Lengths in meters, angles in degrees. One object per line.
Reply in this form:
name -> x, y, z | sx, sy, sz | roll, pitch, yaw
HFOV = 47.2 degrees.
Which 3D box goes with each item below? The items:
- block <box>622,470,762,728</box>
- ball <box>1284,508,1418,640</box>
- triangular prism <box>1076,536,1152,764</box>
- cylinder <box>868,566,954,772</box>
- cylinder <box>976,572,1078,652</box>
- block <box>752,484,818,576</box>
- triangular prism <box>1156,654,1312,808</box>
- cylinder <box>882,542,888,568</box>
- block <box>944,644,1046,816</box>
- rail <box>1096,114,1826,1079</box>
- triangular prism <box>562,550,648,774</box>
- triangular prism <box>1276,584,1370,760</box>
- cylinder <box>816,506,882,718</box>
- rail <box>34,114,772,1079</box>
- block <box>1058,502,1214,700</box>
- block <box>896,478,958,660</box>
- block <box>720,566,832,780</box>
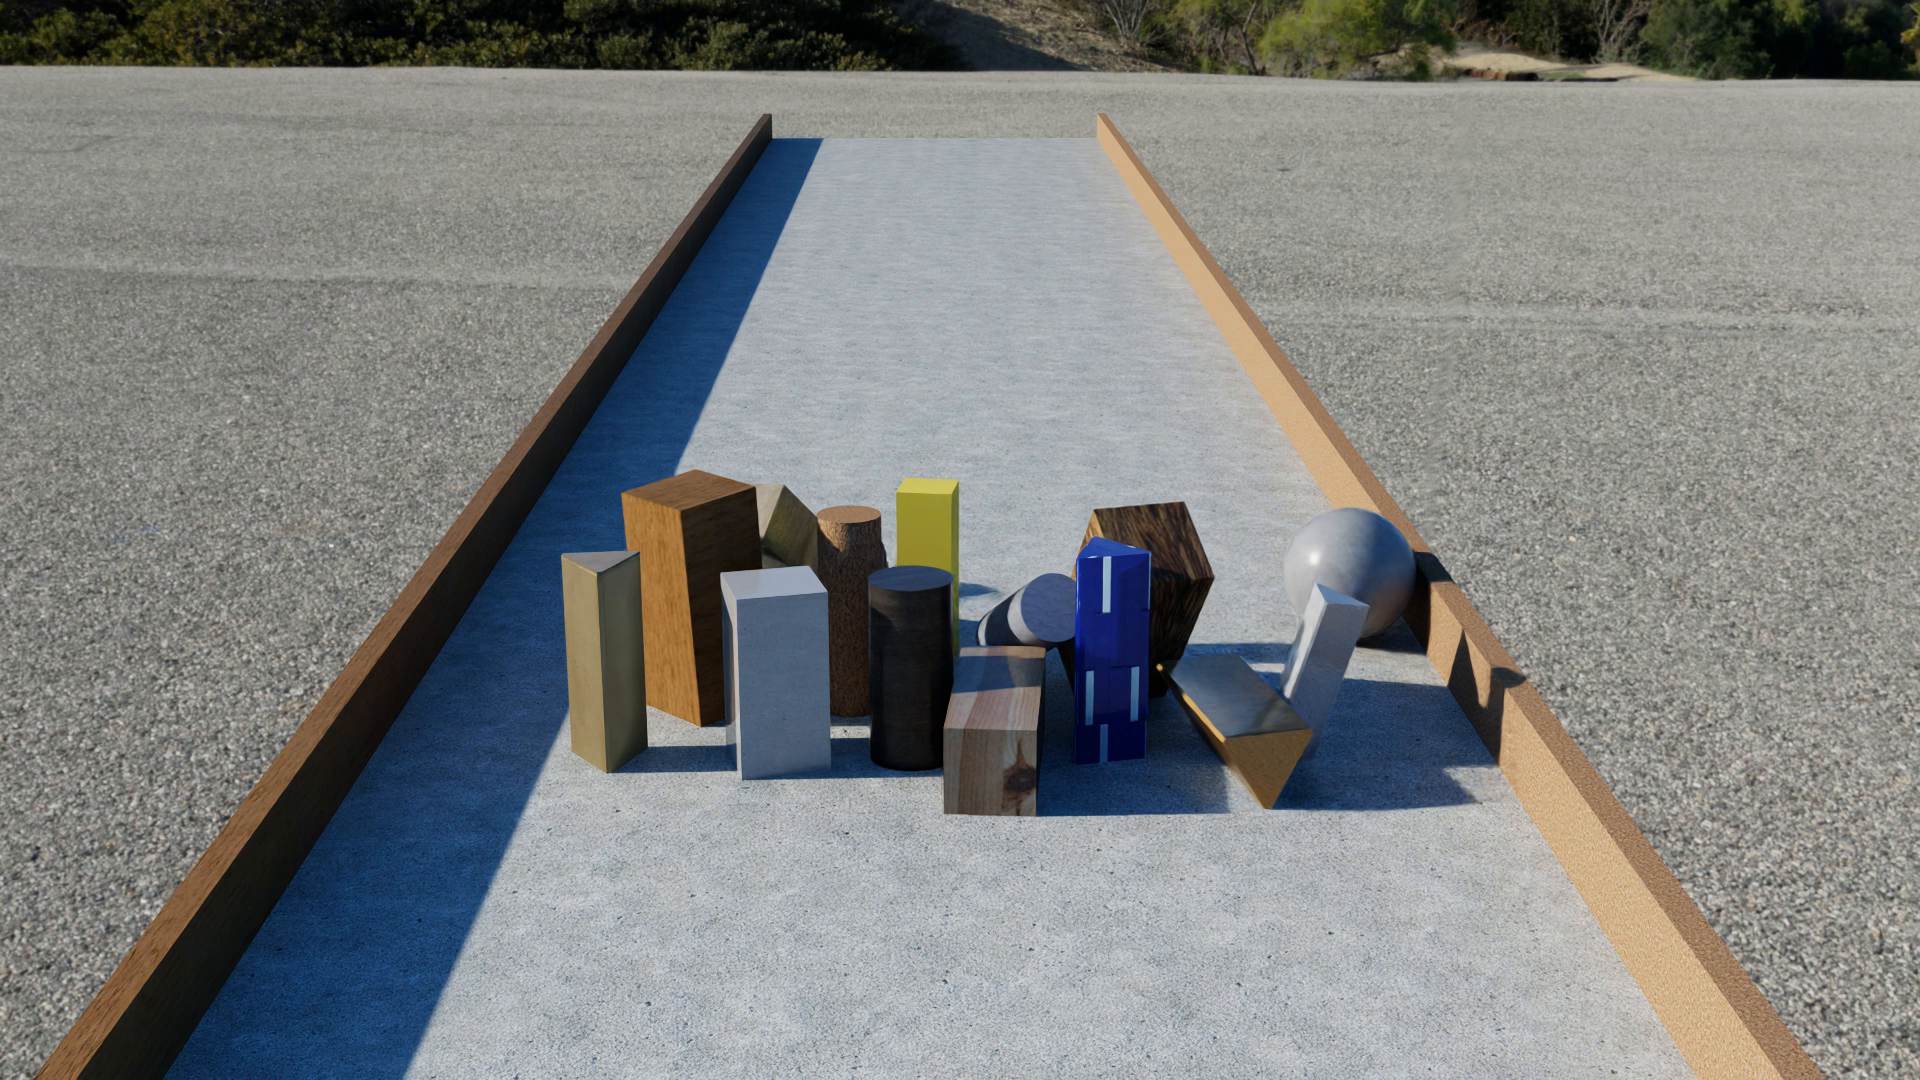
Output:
block -> -0.488, 0.106, 4.110 | 0.176, 0.422, 0.176 | -21, 26, -41
ball -> 0.801, 0.070, 4.517 | 0.270, 0.270, 0.270 | 0, 17, 0
triangular prism -> 0.254, 0.193, 3.906 | 0.134, 0.382, 0.116 | -4, 17, -13
cylinder -> -0.086, 0.226, 3.884 | 0.150, 0.332, 0.150 | 0, 16, 0
cylinder -> 0.133, 0.158, 4.175 | 0.127, 0.127, 0.411 | -3, -9, -12
block -> -0.333, 0.036, 4.470 | 0.129, 0.129, 0.371 | 3, -28, 33
triangular prism -> 0.494, 0.302, 3.857 | 0.135, 0.156, 0.388 | -34, 20, -1
cylinder -> -0.378, 0.071, 4.782 | 0.426, 0.117, 0.117 | -4, 17, -15
block -> 0.065, 0.327, 3.855 | 0.154, 0.154, 0.418 | 1, 17, 4
rail -> 0.932, -0.844, 7.801 | 0.050, 0.150, 12.000 | 0, 17, -1
triangular prism -> -0.610, 0.207, 3.883 | 0.116, 0.370, 0.134 | -13, 21, -36
triangular prism -> 0.606, 0.231, 3.877 | 0.103, 0.301, 0.089 | 6, 20, -34
cylinder -> -0.205, 0.133, 4.114 | 0.119, 0.378, 0.119 | 0, 17, 0
rail -> -1.118, -0.838, 7.780 | 0.050, 0.150, 12.000 | 0, 17, -1
block -> 0.318, 0.122, 4.103 | 0.178, 0.371, 0.178 | -5, 52, -17
block -> -0.063, 0.065, 4.377 | 0.108, 0.359, 0.108 | 2, 17, 7
block -> -0.324, 0.232, 3.869 | 0.159, 0.330, 0.159 | -5, 17, -15
